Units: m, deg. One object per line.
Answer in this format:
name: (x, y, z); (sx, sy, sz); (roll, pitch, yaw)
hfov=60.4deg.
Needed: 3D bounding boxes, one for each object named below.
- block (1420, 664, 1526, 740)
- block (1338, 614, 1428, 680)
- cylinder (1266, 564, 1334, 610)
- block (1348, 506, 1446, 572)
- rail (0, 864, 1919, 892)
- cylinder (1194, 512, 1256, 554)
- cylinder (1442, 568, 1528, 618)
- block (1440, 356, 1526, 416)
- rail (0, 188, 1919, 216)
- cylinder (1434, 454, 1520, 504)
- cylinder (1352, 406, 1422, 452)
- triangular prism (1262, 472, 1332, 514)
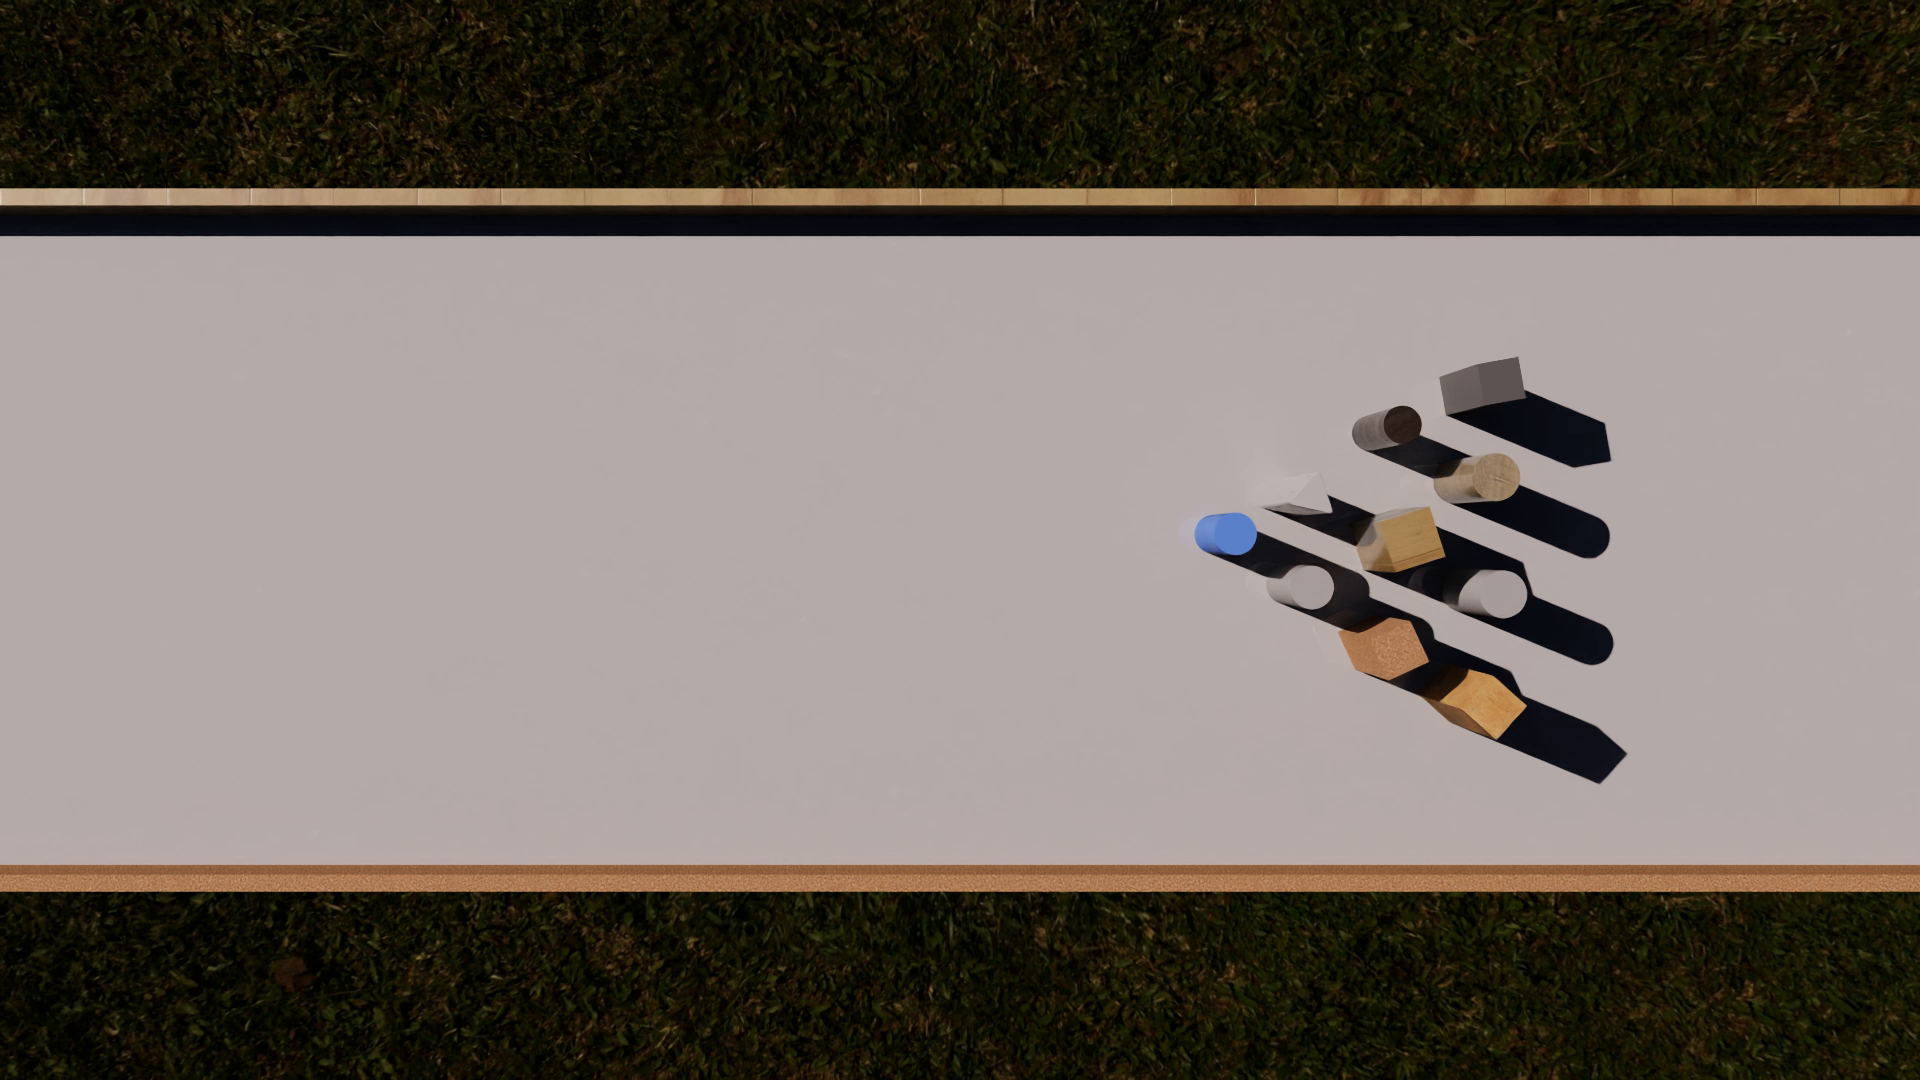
block: (1.504, 0.472, 4.858); (0.128, 0.438, 0.128); (42, 90, 0)
block: (1.247, 0.314, 4.877); (0.127, 0.398, 0.127); (-25, 90, 0)
cylinder: (1.004, 0.135, 4.889); (0.125, 0.375, 0.125); (0, 90, 0)
block: (1.290, -0.001, 4.889); (0.150, 0.374, 0.150); (-18, 90, 0)
rail: (-2.247, 1.025, 5.001); (12.000, 0.150, 0.050); (0, 90, 0)
cylinder: (0.782, -0.017, 4.878); (0.121, 0.398, 0.121); (0, 90, 0)
cylinder: (1.549, 0.155, 4.889); (0.136, 0.375, 0.136); (0, 90, 0)
block: (1.544, -0.453, 4.890); (0.120, 0.373, 0.120); (-10, 90, 0)
rail: (-2.247, -1.025, 5.002); (12.000, 0.150, 0.050); (0, 90, 0)
cylinder: (1.525, -0.179, 4.883); (0.136, 0.388, 0.136); (0, 90, 0)
cylinder: (1.262, -0.329, 4.888); (0.110, 0.376, 0.110); (0, 90, 0)
triangular prism: (0.995, -0.141, 4.851); (0.119, 0.452, 0.103); (12, 90, 0)
